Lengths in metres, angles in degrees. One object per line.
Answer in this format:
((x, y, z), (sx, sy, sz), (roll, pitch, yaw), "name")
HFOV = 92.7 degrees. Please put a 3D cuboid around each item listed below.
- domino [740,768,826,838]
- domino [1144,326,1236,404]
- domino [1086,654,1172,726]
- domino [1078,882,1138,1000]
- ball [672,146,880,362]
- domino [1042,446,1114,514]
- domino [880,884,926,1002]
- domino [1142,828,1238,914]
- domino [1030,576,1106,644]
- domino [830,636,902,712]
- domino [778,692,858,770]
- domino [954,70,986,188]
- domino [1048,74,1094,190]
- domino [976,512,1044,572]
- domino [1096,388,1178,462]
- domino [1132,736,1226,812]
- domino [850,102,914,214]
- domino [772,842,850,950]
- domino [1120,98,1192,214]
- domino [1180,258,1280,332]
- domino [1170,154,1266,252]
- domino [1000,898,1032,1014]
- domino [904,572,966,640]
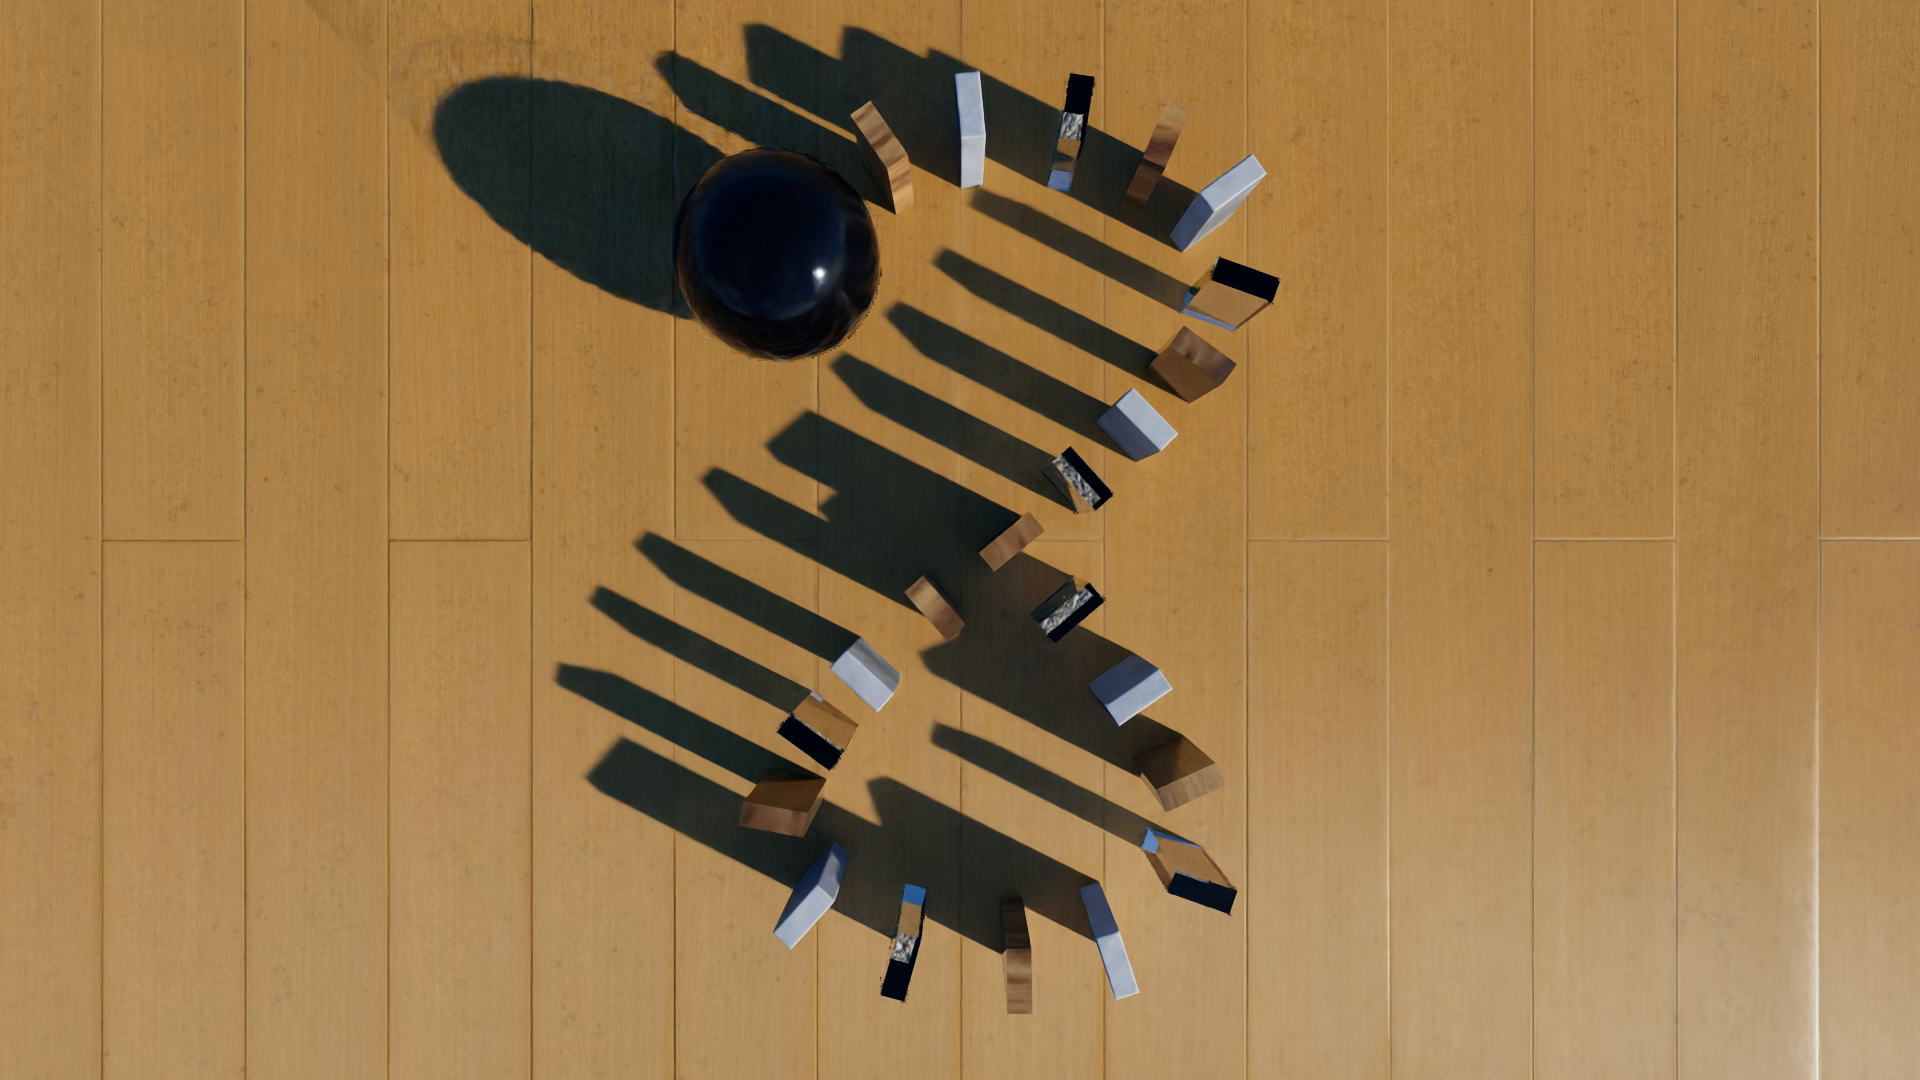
((-0.071, 0.107, 0.375), (0.025, 0.050, 0.010), (11, 90, 0), "domino")
((0.093, -0.071, 0.375), (0.025, 0.050, 0.009), (36, 90, 0), "domino")
((0.068, 0.060, 0.375), (0.025, 0.050, 0.009), (-35, 90, 0), "domino")
((0.060, 0.163, 0.375), (0.009, 0.050, 0.025), (-18, 90, 0), "domino")
((-0.071, -0.111, 0.360), (0.080, 0.080, 0.080), (0, 90, 0), "ball")
((0.047, -0.024, 0.375), (0.009, 0.050, 0.025), (-42, 90, 0), "domino")
((-0.023, 0.163, 0.375), (0.010, 0.050, 0.025), (15, 90, 0), "domino")
((0.093, 0.134, 0.375), (0.025, 0.050, 0.009), (20, 90, 0), "domino")
((0.043, 0.028, 0.375), (0.025, 0.050, 0.009), (-40, 90, 0), "domino")
((-0.038, 0.054, 0.375), (0.025, 0.050, 0.010), (43, 90, 0), "domino")
((-0.057, 0.077, 0.375), (0.025, 0.050, 0.010), (36, 90, 0), "domino")
((0.004, -0.166, 0.375), (0.010, 0.050, 0.025), (-6, 90, 0), "domino")
((0.045, -0.165, 0.375), (0.010, 0.050, 0.025), (9, 90, 0), "domino")
((0.020, 0.001, 0.375), (0.025, 0.050, 0.010), (-39, 90, 0), "domino")
((0.071, -0.046, 0.375), (0.010, 0.050, 0.025), (-44, 90, 0), "domino")
((0.088, 0.095, 0.375), (0.025, 0.050, 0.010), (-24, 90, 0), "domino")
((-0.031, -0.155, 0.375), (0.009, 0.050, 0.025), (-35, 90, 0), "domino")
((-0.060, 0.144, 0.375), (0.010, 0.050, 0.025), (42, 90, 0), "domino")
((0.079, -0.156, 0.375), (0.010, 0.050, 0.025), (24, 90, 0), "domino")
((0.109, -0.100, 0.375), (0.025, 0.050, 0.009), (20, 90, 0), "domino")
((0.104, -0.137, 0.375), (0.025, 0.050, 0.010), (-36, 90, 0), "domino")
((0.023, 0.169, 0.375), (0.010, 0.050, 0.025), (-1, 90, 0), "domino")
((-0.010, 0.026, 0.375), (0.010, 0.050, 0.025), (-41, 90, 0), "domino")
